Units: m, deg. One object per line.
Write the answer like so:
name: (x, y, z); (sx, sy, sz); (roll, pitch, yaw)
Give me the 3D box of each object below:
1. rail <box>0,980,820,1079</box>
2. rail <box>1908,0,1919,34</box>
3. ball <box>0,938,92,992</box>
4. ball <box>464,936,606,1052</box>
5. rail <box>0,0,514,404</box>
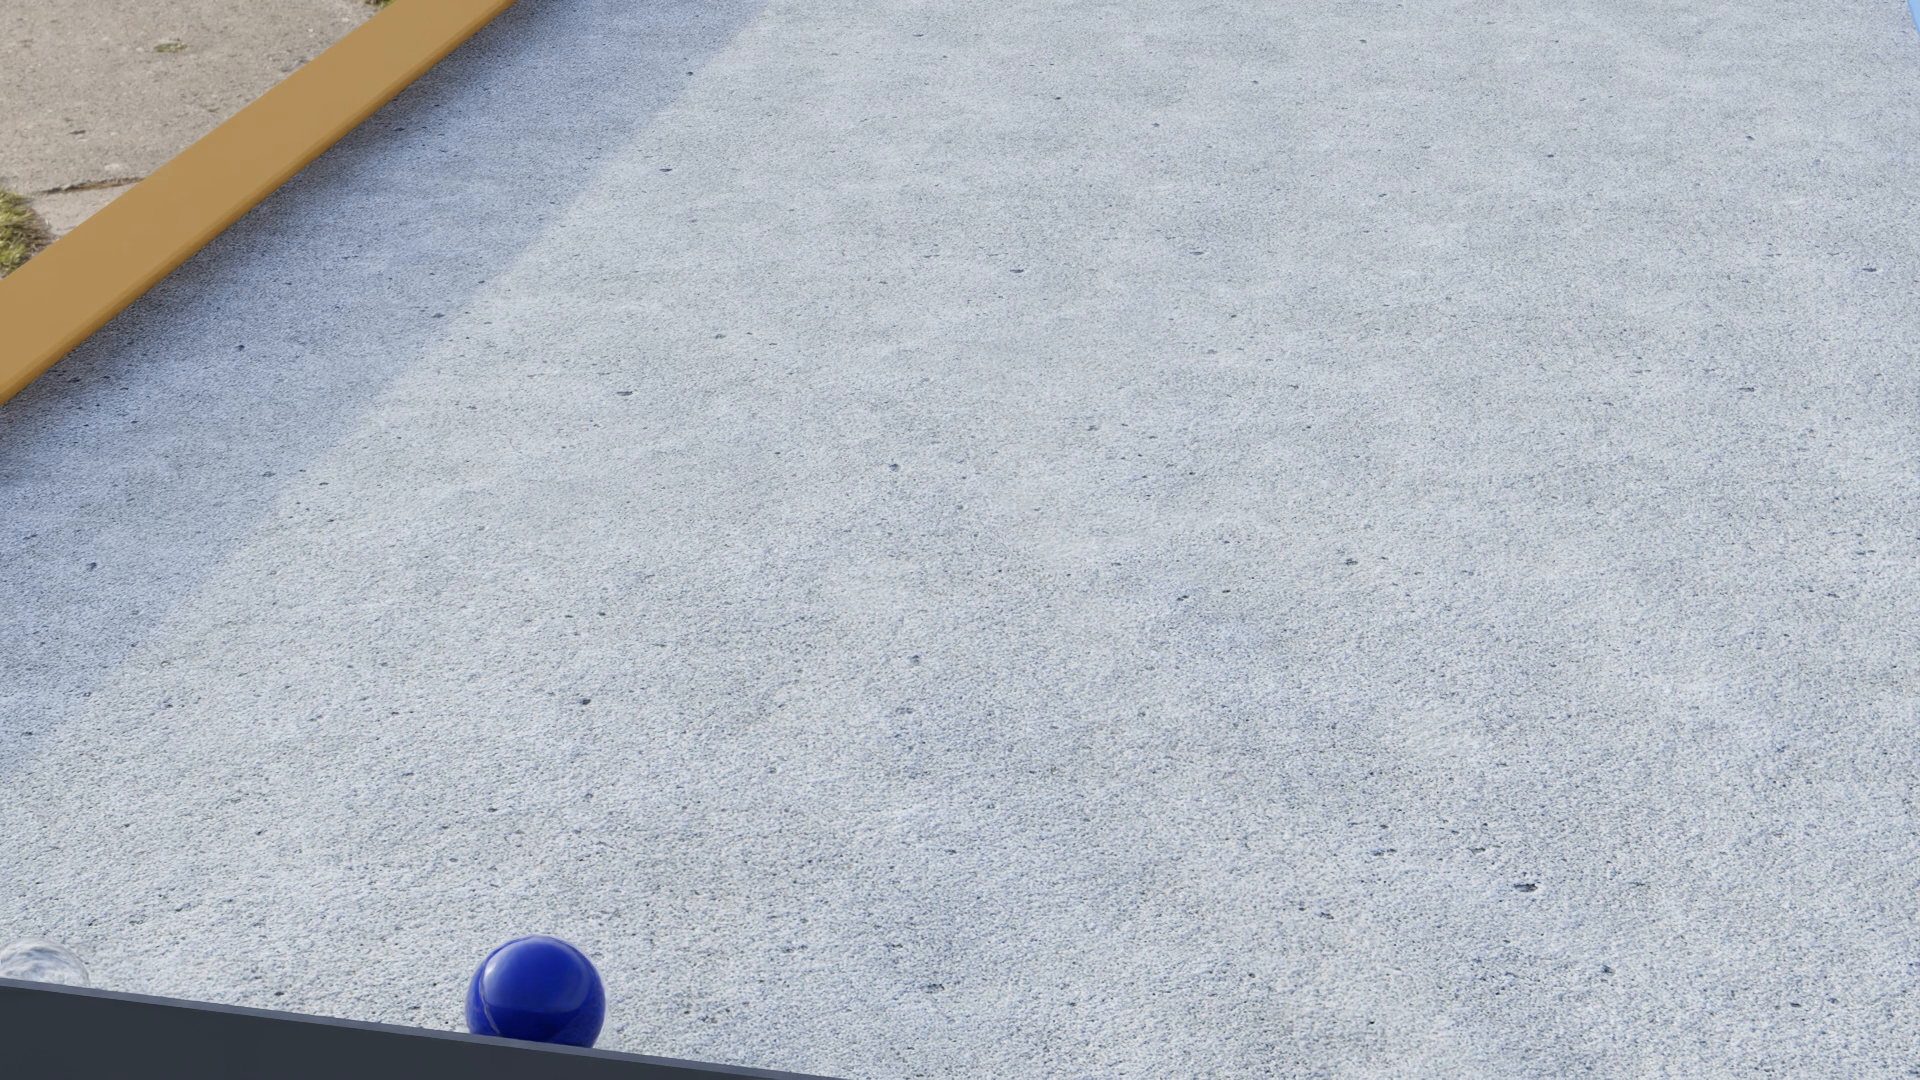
rail: (-0.126, 0.258, 1.325); (1.514, 0.088, 0.045); (5, 26, 10)
rail: (0.850, -0.233, 2.355); (0.045, 0.088, 2.669); (5, 26, 10)
ball: (-0.453, 0.223, 1.435); (0.057, 0.057, 0.057); (0, 25, 0)
ball: (-0.205, 0.225, 1.419); (0.068, 0.068, 0.068); (0, 25, 0)
rail: (-0.588, -0.357, 2.615); (0.045, 0.088, 2.669); (5, 26, 10)
